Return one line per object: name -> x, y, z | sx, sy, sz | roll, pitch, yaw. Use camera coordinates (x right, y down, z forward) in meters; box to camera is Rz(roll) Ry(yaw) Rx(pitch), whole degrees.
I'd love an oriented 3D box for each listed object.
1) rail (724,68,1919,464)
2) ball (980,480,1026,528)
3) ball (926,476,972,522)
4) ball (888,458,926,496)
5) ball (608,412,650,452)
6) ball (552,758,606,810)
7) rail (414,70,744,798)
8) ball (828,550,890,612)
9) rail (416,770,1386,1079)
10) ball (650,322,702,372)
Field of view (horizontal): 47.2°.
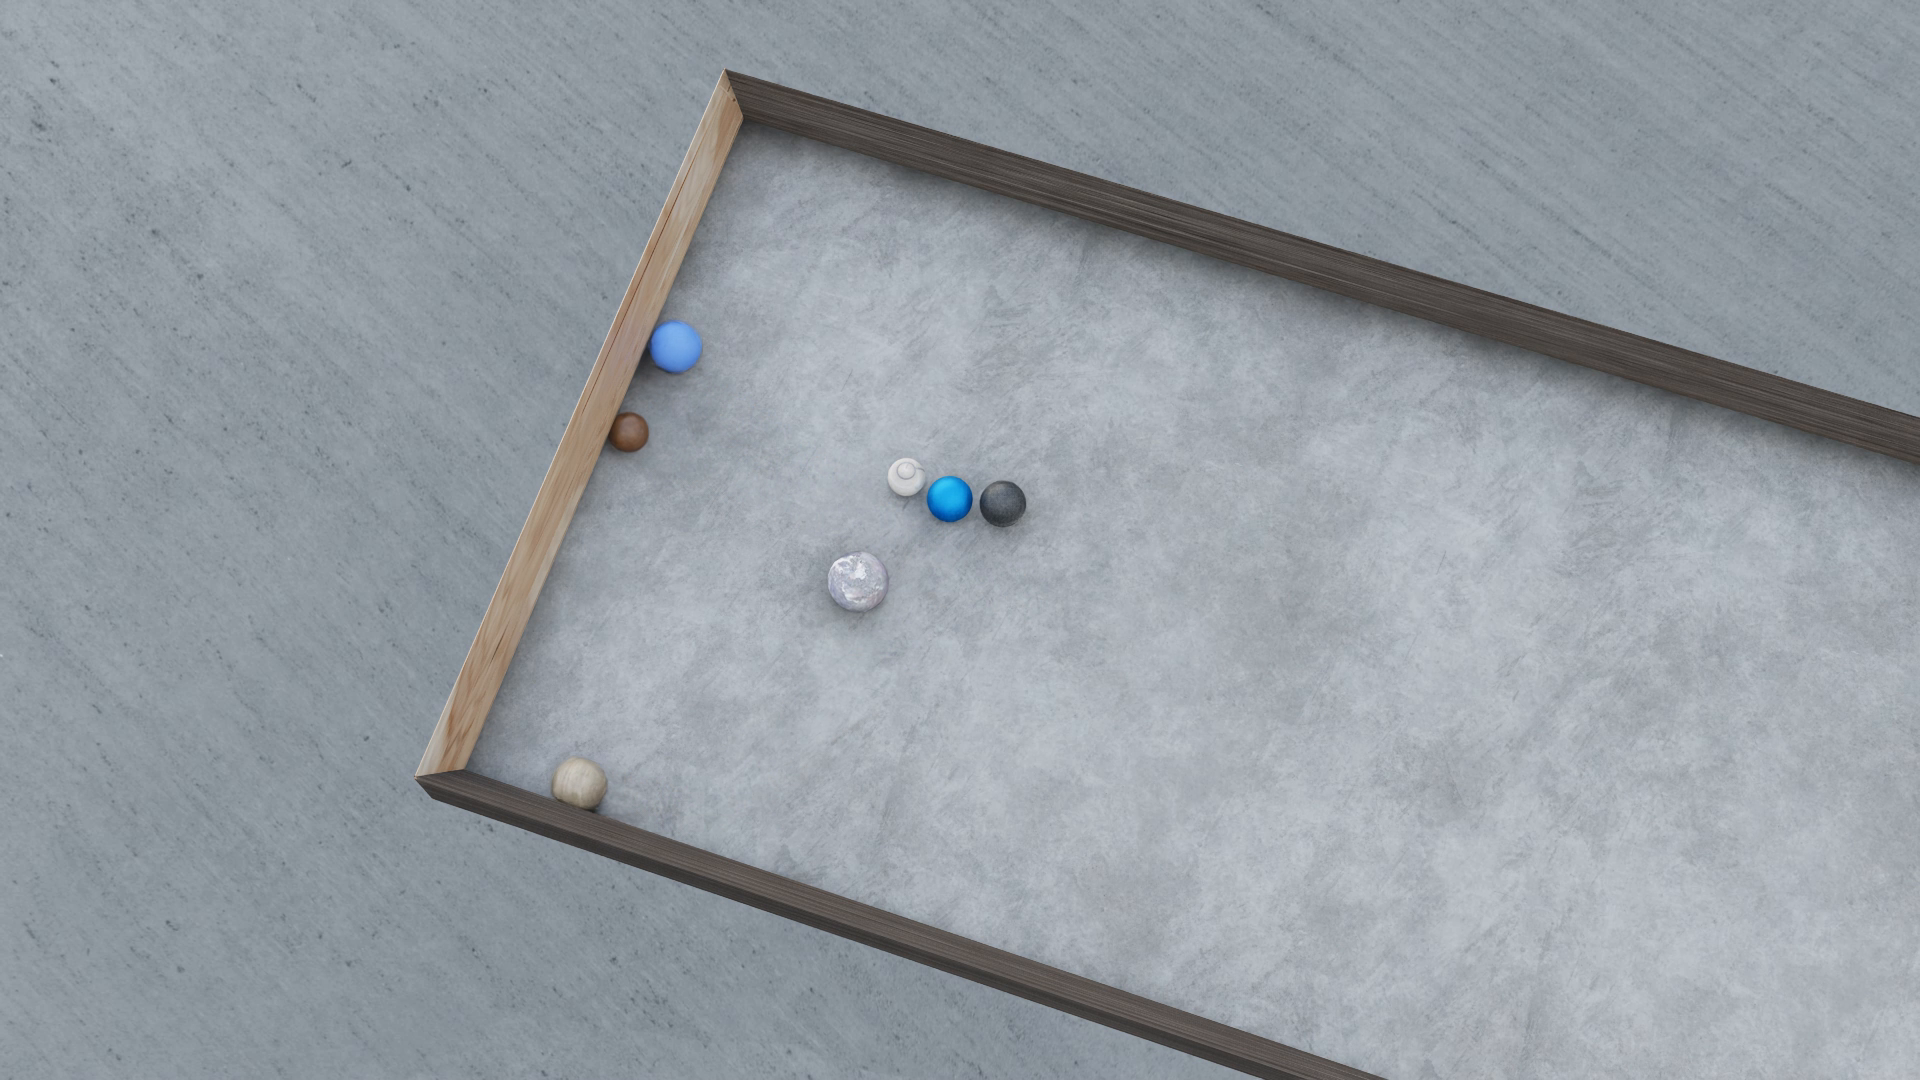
rail -> 0.796, -0.369, 3.574 | 2.527, 0.125, 0.045 | 17, 70, 7
ball -> 0.068, -0.057, 3.482 | 0.075, 0.075, 0.075 | 0, 69, 0
ball -> -0.016, -0.065, 3.486 | 0.073, 0.073, 0.073 | 0, 69, 0
ball -> -0.085, -0.100, 3.506 | 0.061, 0.061, 0.061 | 0, 69, 0
ball -> -0.532, -0.173, 3.531 | 0.066, 0.066, 0.066 | 0, 69, 0
ball -> -0.574, 0.370, 3.315 | 0.083, 0.083, 0.083 | 0, 69, 0
rail -> -0.576, -0.190, 3.505 | 0.045, 0.125, 1.285 | 17, 70, 7
ball -> -0.158, 0.065, 3.424 | 0.096, 0.096, 0.096 | 0, 69, 0
rail -> 0.402, 0.727, 3.154 | 2.527, 0.125, 0.045 | 17, 70, 7
ball -> -0.463, -0.314, 3.576 | 0.084, 0.084, 0.084 | 0, 69, 0
